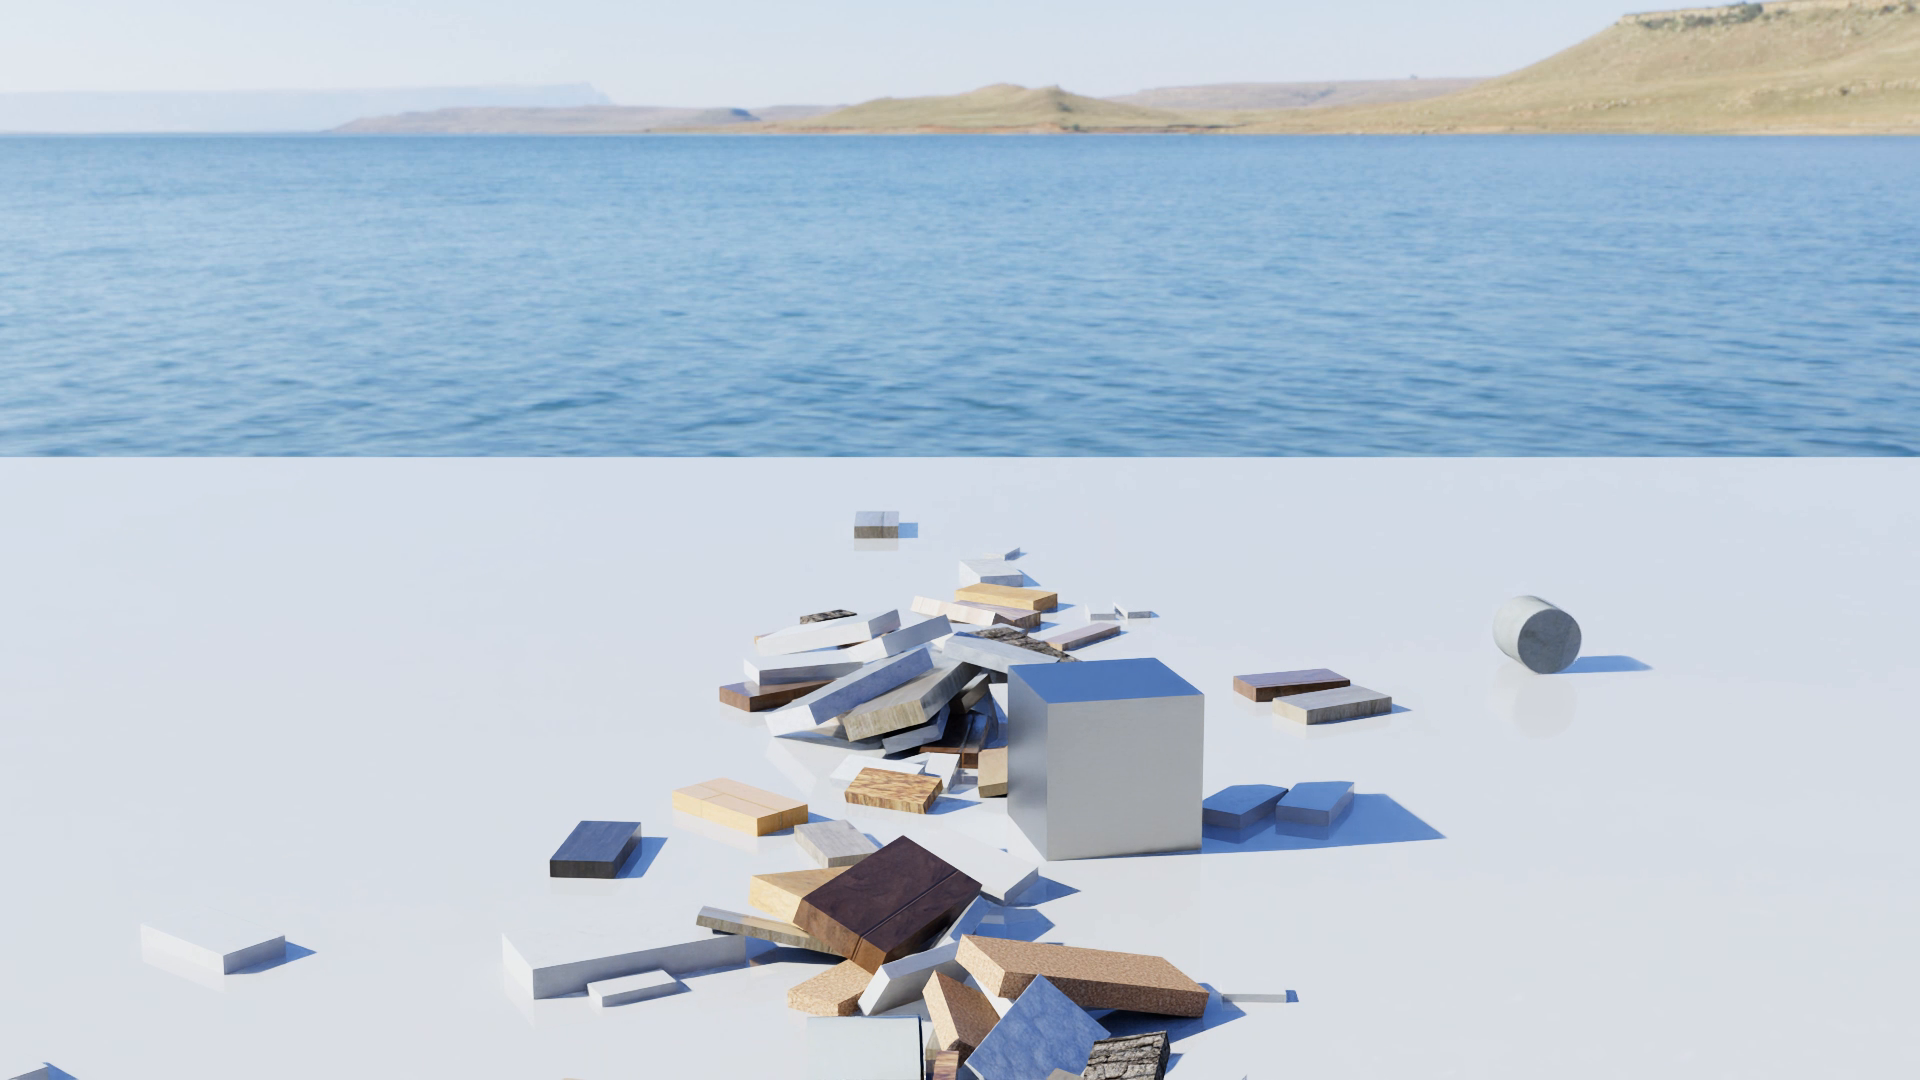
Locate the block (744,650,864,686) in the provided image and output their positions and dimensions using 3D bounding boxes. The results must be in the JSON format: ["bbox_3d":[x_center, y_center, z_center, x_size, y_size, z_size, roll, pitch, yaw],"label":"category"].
[{"bbox_3d":[-0.356,0.289,5.004,0.245,0.035,0.122,-4,11,-21],"label":"block"}]

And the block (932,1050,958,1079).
[{"bbox_3d":[-0.020,0.701,2.658,0.027,0.094,0.189,1,11,3],"label":"block"}]

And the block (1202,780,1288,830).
[{"bbox_3d":[0.525,0.494,4.110,0.099,0.028,0.199,7,13,34],"label":"block"}]

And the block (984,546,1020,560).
[{"bbox_3d":[0.125,0.039,6.584,0.066,0.019,0.132,4,11,21],"label":"block"}]

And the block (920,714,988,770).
[{"bbox_3d":[-0.010,0.413,4.532,0.116,0.033,0.294,1,11,5],"label":"block"}]

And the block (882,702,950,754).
[{"bbox_3d":[-0.089,0.382,4.554,0.116,0.033,0.232,-16,9,7],"label":"block"}]

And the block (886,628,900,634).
[{"bbox_3d":[-0.205,0.226,5.578,0.066,0.019,0.132,-5,12,-24],"label":"block"}]

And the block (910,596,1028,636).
[{"bbox_3d":[0.024,0.200,5.502,0.277,0.039,0.139,10,-12,43],"label":"block"}]

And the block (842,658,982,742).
[{"bbox_3d":[-0.094,0.325,4.648,0.168,0.048,0.493,-16,5,16],"label":"block"}]

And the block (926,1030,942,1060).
[{"bbox_3d":[-0.012,0.690,3.011,0.058,0.017,0.117,0,3,6],"label":"block"}]

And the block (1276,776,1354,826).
[{"bbox_3d":[0.669,0.490,4.132,0.099,0.028,0.199,5,11,23],"label":"block"}]

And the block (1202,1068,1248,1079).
[{"bbox_3d":[0.341,0.725,2.907,0.046,0.013,0.093,6,12,28],"label":"block"}]

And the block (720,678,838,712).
[{"bbox_3d":[-0.403,0.338,4.931,0.245,0.035,0.122,-8,13,-38],"label":"block"}]

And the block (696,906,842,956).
[{"bbox_3d":[-0.259,0.605,3.371,0.287,0.017,0.058,12,4,1],"label":"block"}]

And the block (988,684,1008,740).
[{"bbox_3d":[0.231,0.358,4.674,0.324,0.041,0.143,-2,31,-8],"label":"block"}]

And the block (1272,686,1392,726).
[{"bbox_3d":[0.815,0.361,4.813,0.235,0.033,0.117,-6,12,-29],"label":"block"}]

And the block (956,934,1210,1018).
[{"bbox_3d":[0.176,0.621,3.130,0.344,0.038,0.134,12,7,-28],"label":"block"}]

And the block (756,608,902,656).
[{"bbox_3d":[-0.316,0.225,5.308,0.312,0.044,0.156,-11,5,27],"label":"block"}]

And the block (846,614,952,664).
[{"bbox_3d":[-0.152,0.233,5.001,0.156,0.044,0.449,-19,-1,-17],"label":"block"}]

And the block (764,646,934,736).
[{"bbox_3d":[-0.233,0.321,4.661,0.337,0.048,0.168,-24,4,-39],"label":"block"}]

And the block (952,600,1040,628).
[{"bbox_3d":[0.071,0.197,5.687,0.248,0.035,0.124,7,13,34],"label":"block"}]

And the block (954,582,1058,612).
[{"bbox_3d":[0.124,0.156,5.910,0.248,0.035,0.124,7,13,33],"label":"block"}]

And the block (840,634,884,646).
[{"bbox_3d":[-0.234,0.248,5.456,0.136,0.019,0.068,1,11,4],"label":"block"}]

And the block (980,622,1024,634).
[{"bbox_3d":[0.098,0.221,5.220,0.064,0.018,0.129,14,11,23],"label":"block"}]

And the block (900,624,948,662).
[{"bbox_3d":[-0.072,0.282,5.217,0.139,0.039,0.584,0,11,-2],"label":"block"}]

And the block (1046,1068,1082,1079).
[{"bbox_3d":[0.129,0.730,2.652,0.134,0.038,0.268,15,16,19],"label":"block"}]

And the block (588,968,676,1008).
[{"bbox_3d":[-0.484,0.661,3.244,0.117,0.017,0.058,-6,12,-30],"label":"block"}]

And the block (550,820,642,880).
[{"bbox_3d":[-0.636,0.541,3.849,0.110,0.031,0.220,1,11,4],"label":"block"}]

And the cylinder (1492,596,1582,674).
[{"bbox_3d":[1.366,0.224,5.214,0.157,0.157,0.157,-1,11,-8],"label":"cylinder"}]

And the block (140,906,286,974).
[{"bbox_3d":[-1.162,0.620,3.420,0.220,0.031,0.110,8,13,37],"label":"block"}]

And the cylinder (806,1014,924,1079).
[{"bbox_3d":[-0.122,0.678,2.798,0.145,0.145,0.145,-1,11,-4],"label":"cylinder"}]

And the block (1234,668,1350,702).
[{"bbox_3d":[0.752,0.329,4.985,0.235,0.033,0.117,-3,11,-18],"label":"block"}]

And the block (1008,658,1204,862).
[{"bbox_3d":[0.258,0.390,3.971,0.284,0.284,0.284,-2,11,-13],"label":"block"}]

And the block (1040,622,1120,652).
[{"bbox_3d":[0.303,0.241,5.497,0.064,0.018,0.262,8,13,36],"label":"block"}]

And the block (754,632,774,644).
[{"bbox_3d":[-0.426,0.242,5.491,0.169,0.019,0.068,-10,15,-44],"label":"block"}]
